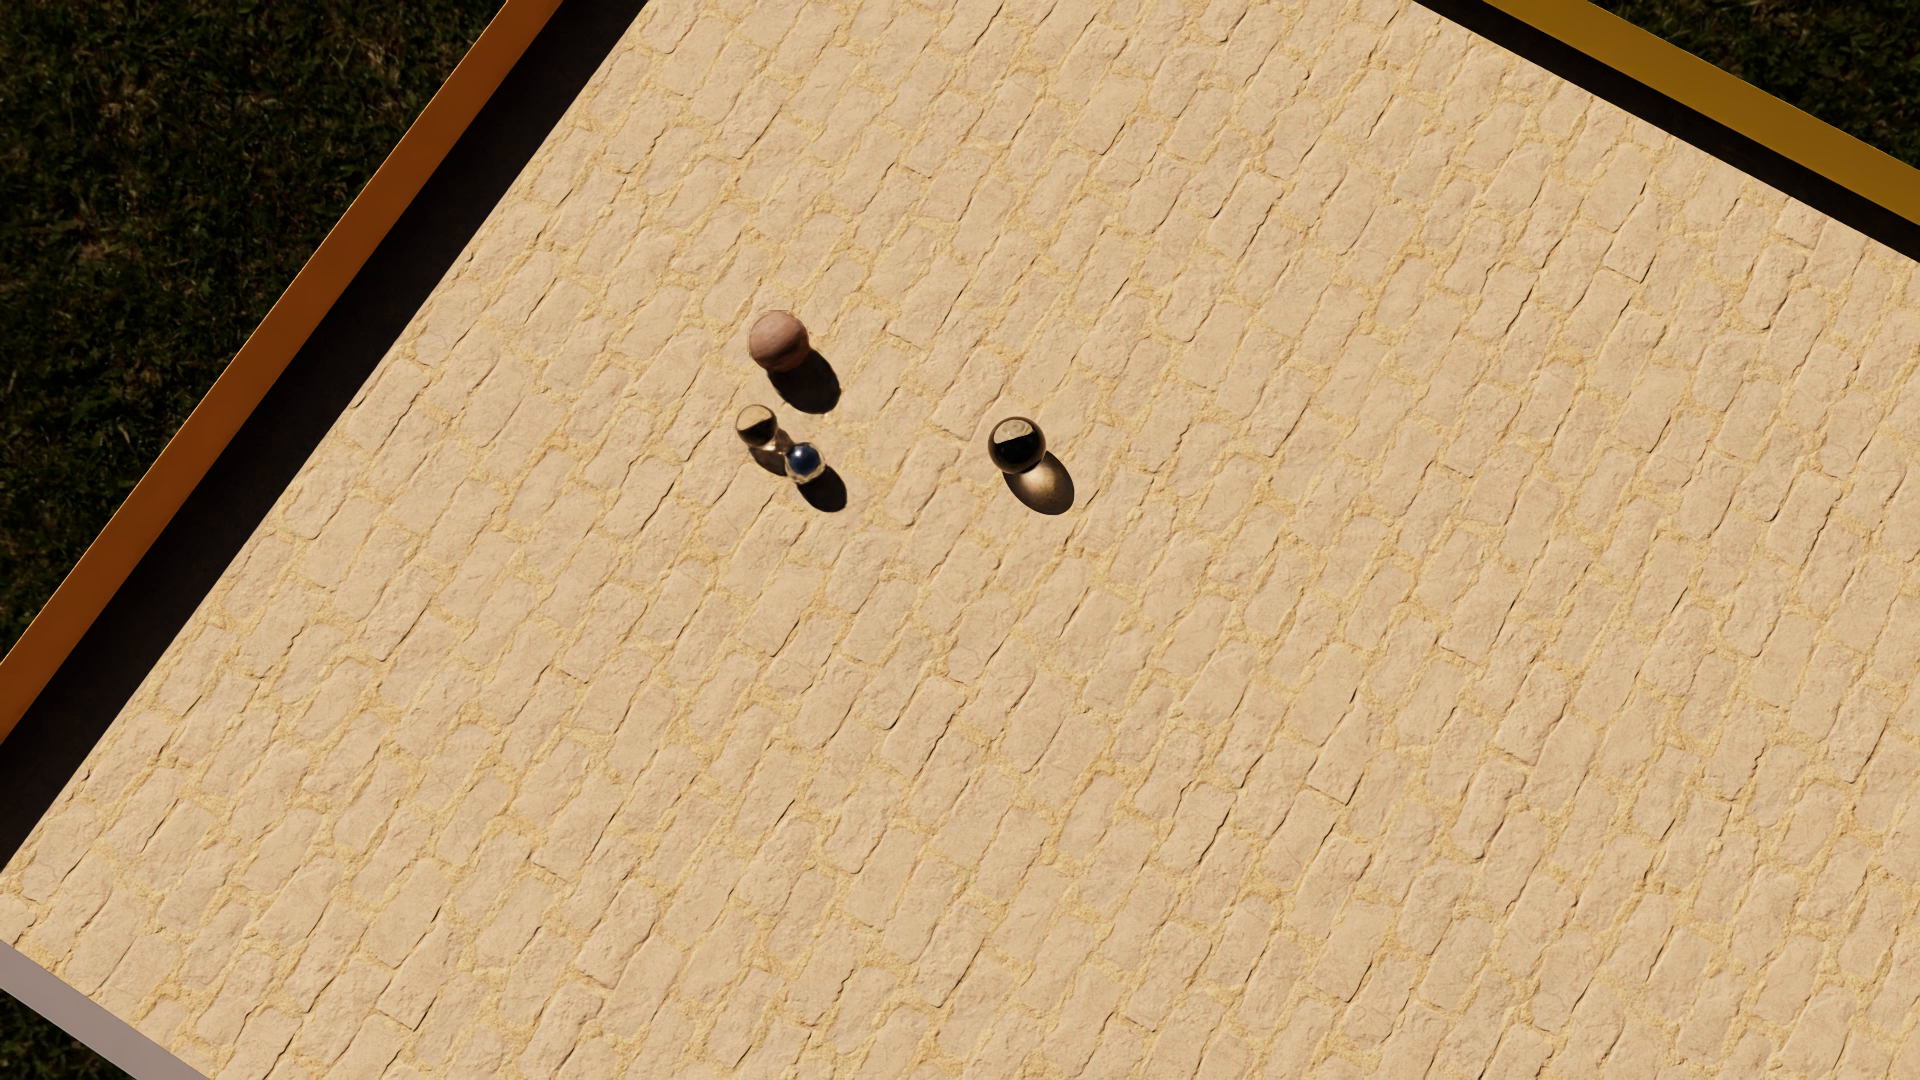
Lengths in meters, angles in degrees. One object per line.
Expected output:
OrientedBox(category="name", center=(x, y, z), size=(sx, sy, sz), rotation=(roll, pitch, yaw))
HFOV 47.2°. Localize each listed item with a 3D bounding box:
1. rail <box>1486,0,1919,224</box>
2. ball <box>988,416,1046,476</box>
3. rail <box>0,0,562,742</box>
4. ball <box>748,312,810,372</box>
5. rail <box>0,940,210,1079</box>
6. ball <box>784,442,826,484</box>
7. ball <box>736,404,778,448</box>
OrientedBox(category="rail", center=(1.594, -0.497, 3.518), size=(4.371, 0.125, 0.045), rotation=(30, 75, 9))
OrientedBox(category="ball", center=(0.089, -0.147, 3.425), size=(0.092, 0.092, 0.092), rotation=(0, 73, 0))
OrientedBox(category="rail", center=(-0.912, -0.539, 3.531), size=(0.045, 0.125, 2.585), rotation=(30, 75, 9))
OrientedBox(category="ball", center=(-0.286, -0.312, 3.475), size=(0.096, 0.096, 0.096), rotation=(0, 73, 0))
OrientedBox(category="rail", center=(0.271, 1.568, 2.867), size=(4.371, 0.125, 0.045), rotation=(30, 75, 9))
OrientedBox(category="ball", center=(-0.242, -0.120, 3.430), size=(0.067, 0.067, 0.067), rotation=(0, 73, 0))
OrientedBox(category="ball", center=(-0.319, -0.180, 3.448), size=(0.067, 0.067, 0.067), rotation=(0, 73, 0))
